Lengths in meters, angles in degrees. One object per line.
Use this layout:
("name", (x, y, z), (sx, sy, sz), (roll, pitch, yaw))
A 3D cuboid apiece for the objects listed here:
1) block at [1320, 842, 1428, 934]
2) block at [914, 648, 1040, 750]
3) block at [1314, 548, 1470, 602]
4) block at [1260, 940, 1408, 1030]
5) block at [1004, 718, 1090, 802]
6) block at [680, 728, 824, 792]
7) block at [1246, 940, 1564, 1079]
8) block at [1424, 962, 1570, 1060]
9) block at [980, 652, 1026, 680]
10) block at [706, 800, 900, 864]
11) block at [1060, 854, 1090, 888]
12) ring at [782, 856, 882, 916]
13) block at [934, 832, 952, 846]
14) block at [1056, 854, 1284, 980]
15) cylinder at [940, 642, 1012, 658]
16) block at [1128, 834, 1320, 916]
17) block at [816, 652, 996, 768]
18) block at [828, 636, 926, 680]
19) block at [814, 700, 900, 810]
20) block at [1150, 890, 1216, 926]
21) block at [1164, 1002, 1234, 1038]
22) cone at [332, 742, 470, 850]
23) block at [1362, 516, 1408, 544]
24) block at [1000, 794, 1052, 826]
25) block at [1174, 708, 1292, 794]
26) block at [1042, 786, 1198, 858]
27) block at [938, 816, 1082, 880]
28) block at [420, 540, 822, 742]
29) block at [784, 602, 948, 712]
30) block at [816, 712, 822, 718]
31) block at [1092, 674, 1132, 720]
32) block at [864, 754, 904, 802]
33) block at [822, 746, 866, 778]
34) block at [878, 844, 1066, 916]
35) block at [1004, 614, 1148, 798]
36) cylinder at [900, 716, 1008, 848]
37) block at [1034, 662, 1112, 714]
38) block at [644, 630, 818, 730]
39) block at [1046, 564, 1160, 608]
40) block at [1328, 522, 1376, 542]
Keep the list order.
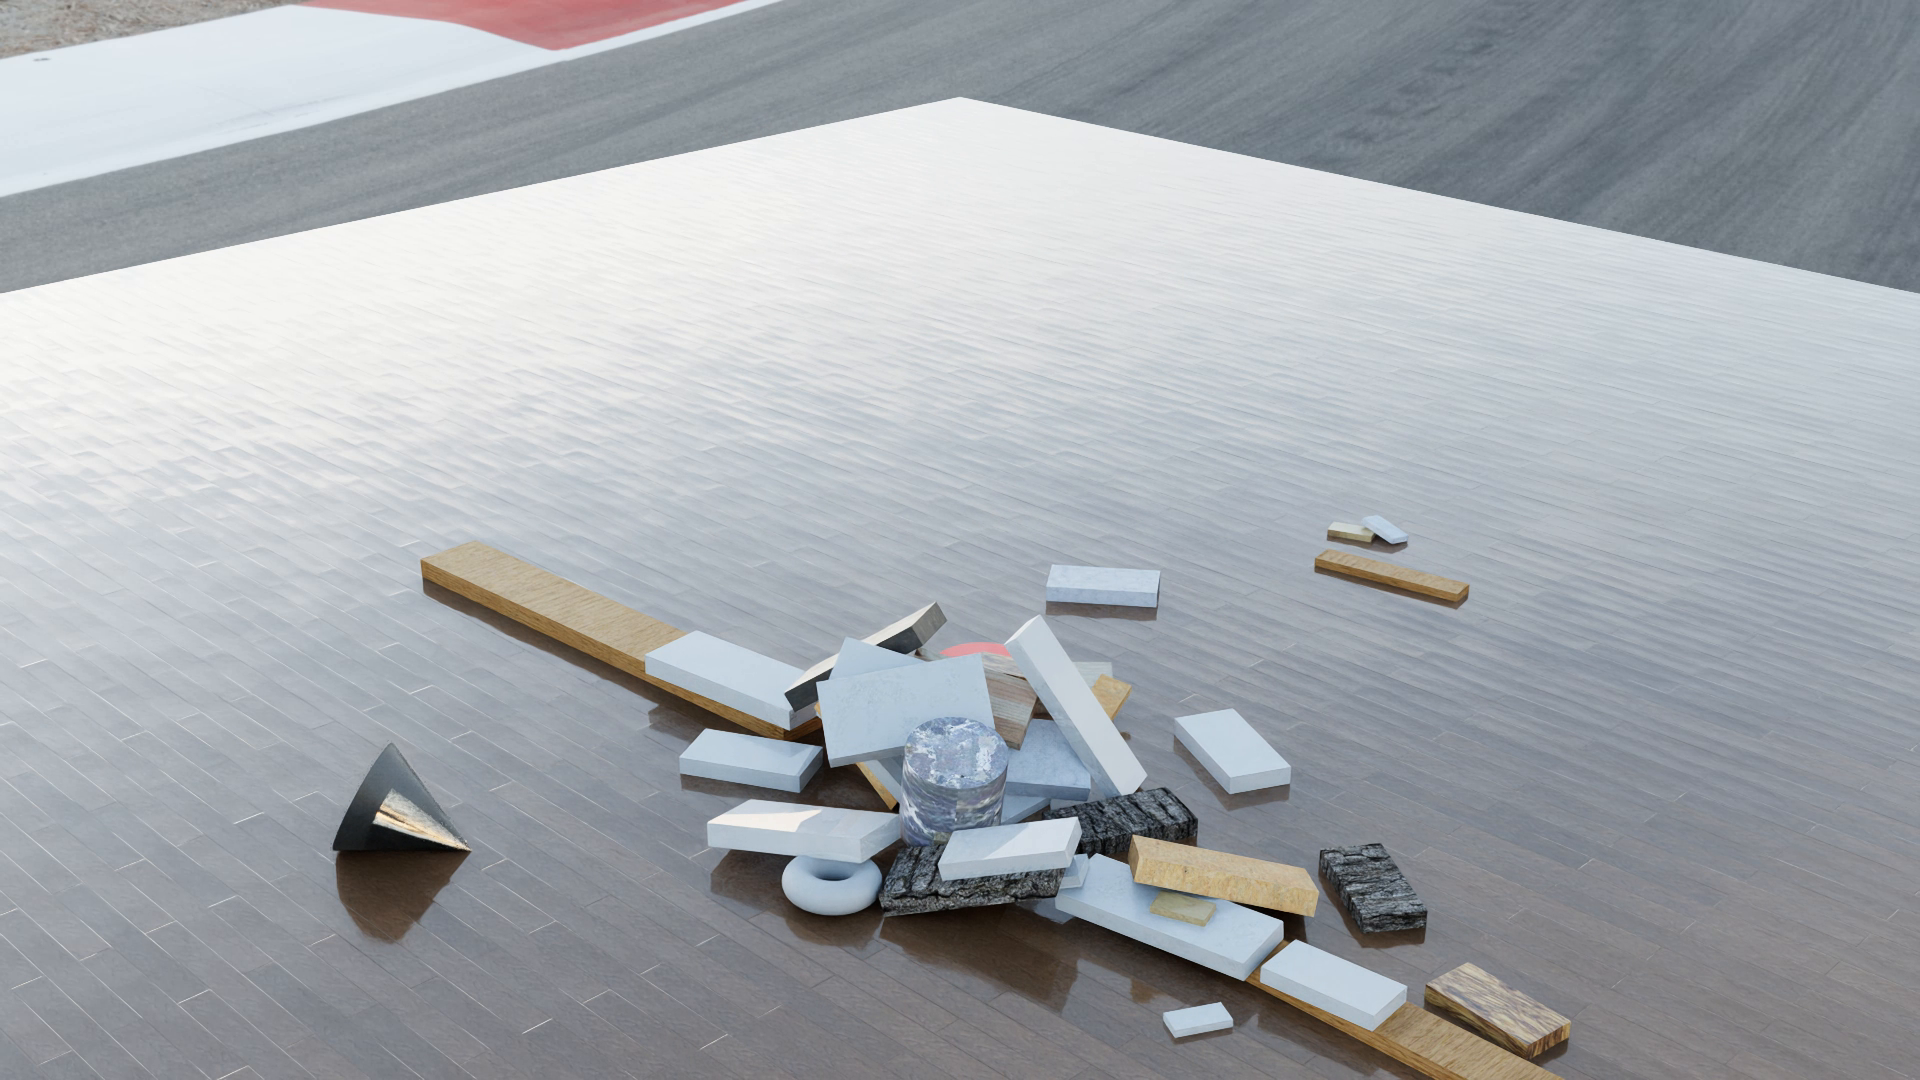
("block", (0.781, 0.657, 4.167), (0.123, 0.035, 0.247), (-4, 23, -9))
("block", (0.017, 0.323, 4.493), (0.269, 0.038, 0.135), (17, 66, 11))
("block", (1.084, 0.087, 5.529), (0.387, 0.021, 0.074), (15, 27, 32))
("block", (0.648, 0.772, 3.820), (0.225, 0.032, 0.112), (18, 29, 37))
("block", (0.100, 0.440, 4.496), (0.327, 0.046, 0.163), (6, 48, -6))
("block", (-0.438, 0.463, 4.622), (0.269, 0.038, 0.135), (7, 24, 16))
("block", (0.772, 0.843, 3.734), (0.113, 0.032, 1.233), (-21, 31, -40))
("block", (0.928, 0.813, 3.804), (0.113, 0.032, 0.225), (-17, 28, -34))
("block", (0.097, 0.269, 4.571), (0.148, 0.021, 0.074), (11, 25, 24))
("block", (-0.303, 0.564, 4.274), (0.335, 0.047, 0.167), (2, 11, 25))
("block", (0.157, 0.627, 4.120), (0.160, 0.023, 0.080), (-10, 20, 19))
("ring", (-0.241, 0.645, 4.158), (0.191, 0.064, 0.191), (3, 20, -1))
("block", (0.031, 0.604, 4.230), (0.160, 0.080, 0.023), (4, 37, 8))
("block", (0.378, 0.684, 4.015), (0.404, 0.039, 0.139), (16, 34, 34))
("cylinder", (0.046, 0.355, 4.659), (0.207, 0.207, 0.207), (0, 23, 0))
("block", (0.486, 0.623, 4.092), (0.335, 0.047, 0.167), (11, 6, -1))
("block", (-0.108, 0.340, 4.401), (0.335, 0.047, 0.167), (-10, 64, -2))
("block", (-0.128, 0.301, 4.468), (0.269, 0.038, 0.135), (17, 66, 11))
("block", (-0.166, 0.417, 4.539), (0.135, 0.038, 0.271), (-23, 67, -42))
("block", (0.404, 0.667, 3.984), (0.107, 0.015, 0.054), (11, 32, 28))
("block", (0.410, 0.827, 3.792), (0.107, 0.015, 0.054), (-7, 24, -16))
("cone", (-1.064, 0.556, 4.314), (0.237, 0.237, 0.237), (27, 24, -4))
("block", (1.116, -0.028, 5.774), (0.059, 0.017, 0.117), (-9, 34, -35))
("block", (0.102, 0.535, 4.453), (0.080, 0.023, 0.160), (31, 37, 33))
("block", (0.575, 0.445, 4.661), (0.139, 0.039, 0.277), (-8, 24, -18))
("block", (0.318, 0.565, 4.378), (0.277, 0.039, 0.139), (-9, 25, -20))
("block", (0.093, 0.573, 4.084), (0.247, 0.035, 0.123), (-9, 20, 18))
("block", (-0.811, 0.221, 5.180), (1.324, 0.047, 0.167), (20, 30, 38))
("block", (-0.199, 0.246, 4.631), (0.335, 0.047, 0.167), (-28, 6, 23))
("block", (-0.212, 0.388, 4.630), (0.086, 0.024, 0.173), (-21, 43, -41))
("block", (0.310, 0.361, 4.805), (0.074, 0.021, 0.148), (21, 49, 20))
("block", (-0.132, 0.431, 4.491), (0.271, 0.038, 0.135), (47, 45, 13))
("block", (-0.200, 0.460, 4.644), (0.173, 0.024, 0.086), (20, 30, 39))
("block", (0.030, 0.623, 4.121), (0.335, 0.047, 0.167), (-10, 20, 17))
("block", (0.239, 0.350, 4.500), (0.035, 0.404, 0.123), (-31, 5, 33))
("cylinder", (-0.014, 0.488, 4.294), (0.202, 0.202, 0.202), (4, 37, -3))
("block", (0.178, 0.329, 4.926), (0.327, 0.046, 0.163), (1, 23, 1))
("block", (-0.483, 0.306, 4.858), (0.439, 0.046, 0.163), (17, 29, 35))
("block", (0.356, 0.113, 5.445), (0.271, 0.038, 0.135), (3, 23, 8))
("block", (1.033, -0.022, 5.791), (0.117, 0.017, 0.059), (10, 25, 22))
